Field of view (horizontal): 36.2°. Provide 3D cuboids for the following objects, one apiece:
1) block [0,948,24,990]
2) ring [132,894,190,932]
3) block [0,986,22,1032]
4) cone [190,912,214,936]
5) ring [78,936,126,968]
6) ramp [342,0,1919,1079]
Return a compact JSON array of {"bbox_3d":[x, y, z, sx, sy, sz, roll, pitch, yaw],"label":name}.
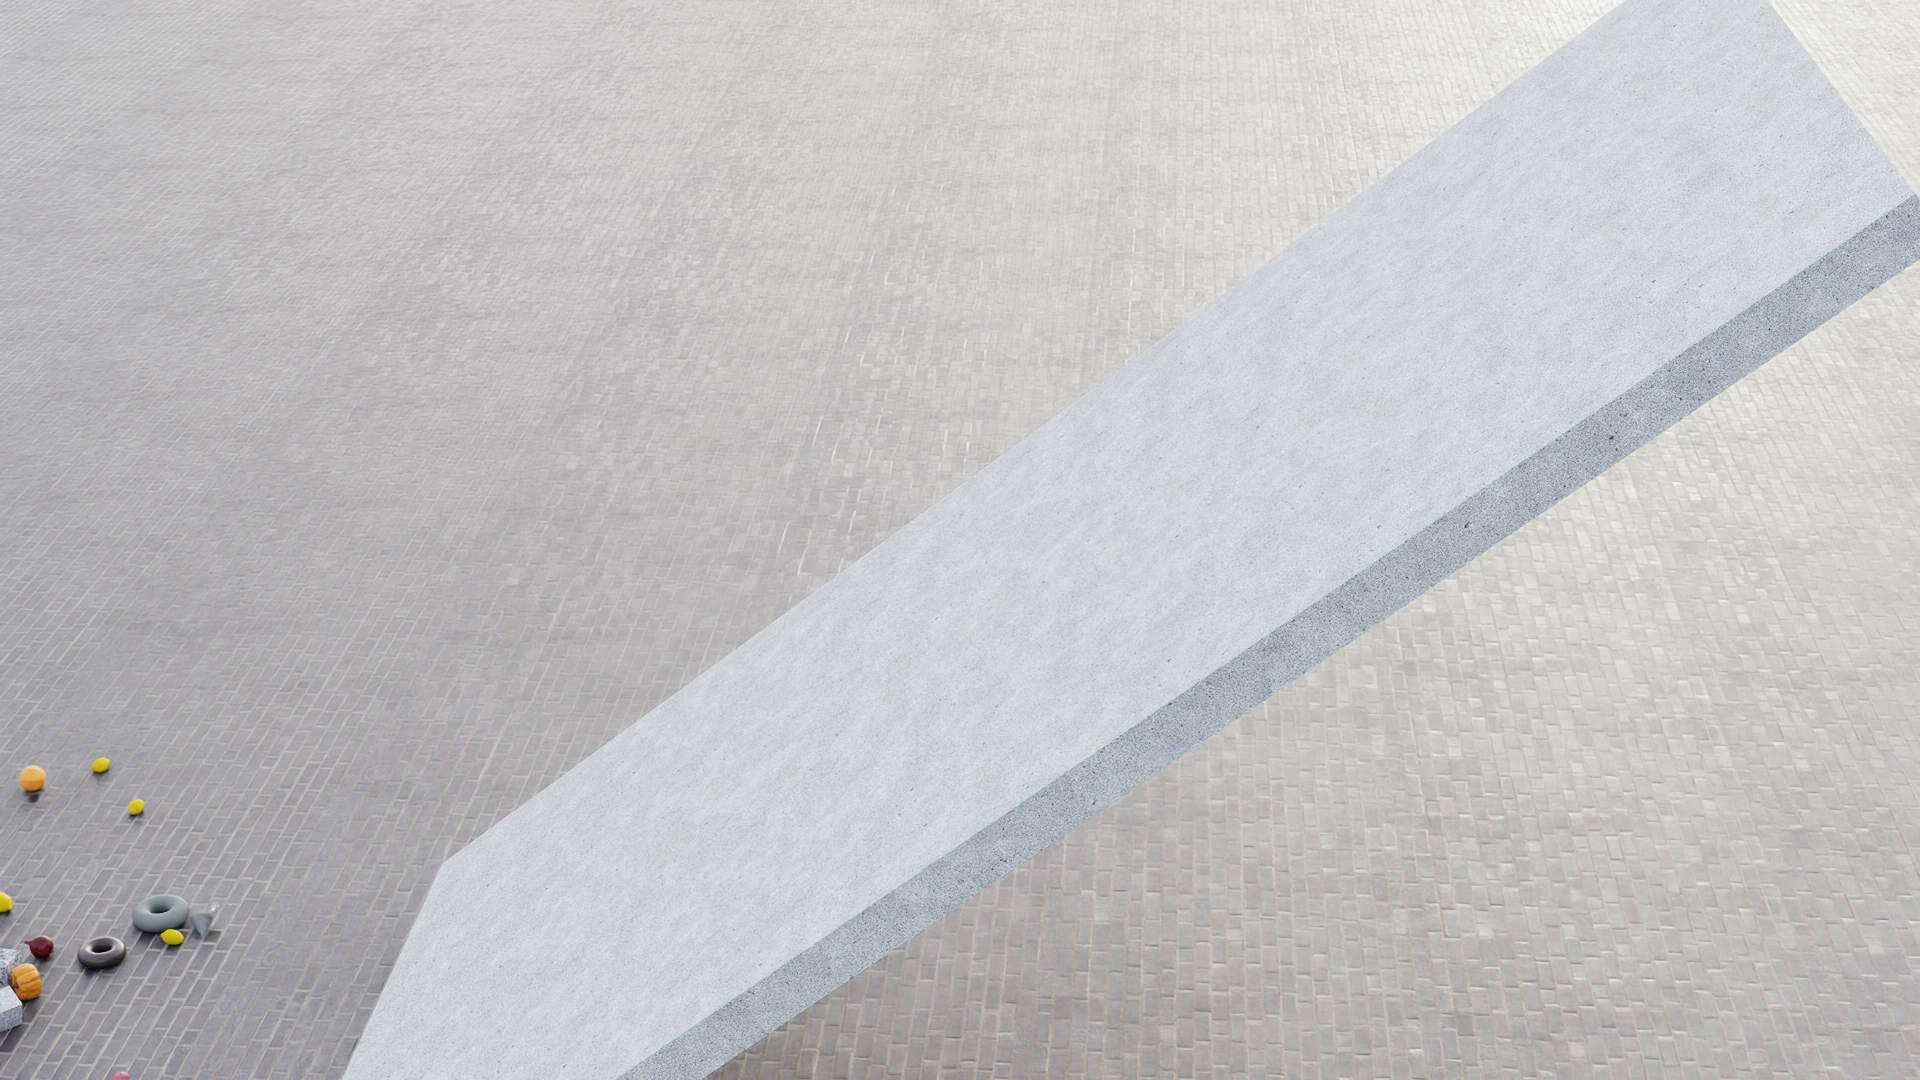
[{"bbox_3d":[-2.423,1.089,7.424,0.083,0.083,0.083,4,24,9],"label":"block"},{"bbox_3d":[-2.097,0.980,7.718,0.147,0.049,0.147,-1,24,0],"label":"ring"},{"bbox_3d":[-2.364,1.160,7.258,0.070,0.070,0.070,-19,48,-37],"label":"block"},{"bbox_3d":[-1.977,1.013,7.669,0.059,0.059,0.059,-4,51,-10],"label":"cone"},{"bbox_3d":[-2.202,1.059,7.548,0.122,0.041,0.122,1,23,-1],"label":"ring"},{"bbox_3d":[0.121,0.185,6.340,4.000,0.100,2.000,-36,16,18],"label":"ramp"}]
